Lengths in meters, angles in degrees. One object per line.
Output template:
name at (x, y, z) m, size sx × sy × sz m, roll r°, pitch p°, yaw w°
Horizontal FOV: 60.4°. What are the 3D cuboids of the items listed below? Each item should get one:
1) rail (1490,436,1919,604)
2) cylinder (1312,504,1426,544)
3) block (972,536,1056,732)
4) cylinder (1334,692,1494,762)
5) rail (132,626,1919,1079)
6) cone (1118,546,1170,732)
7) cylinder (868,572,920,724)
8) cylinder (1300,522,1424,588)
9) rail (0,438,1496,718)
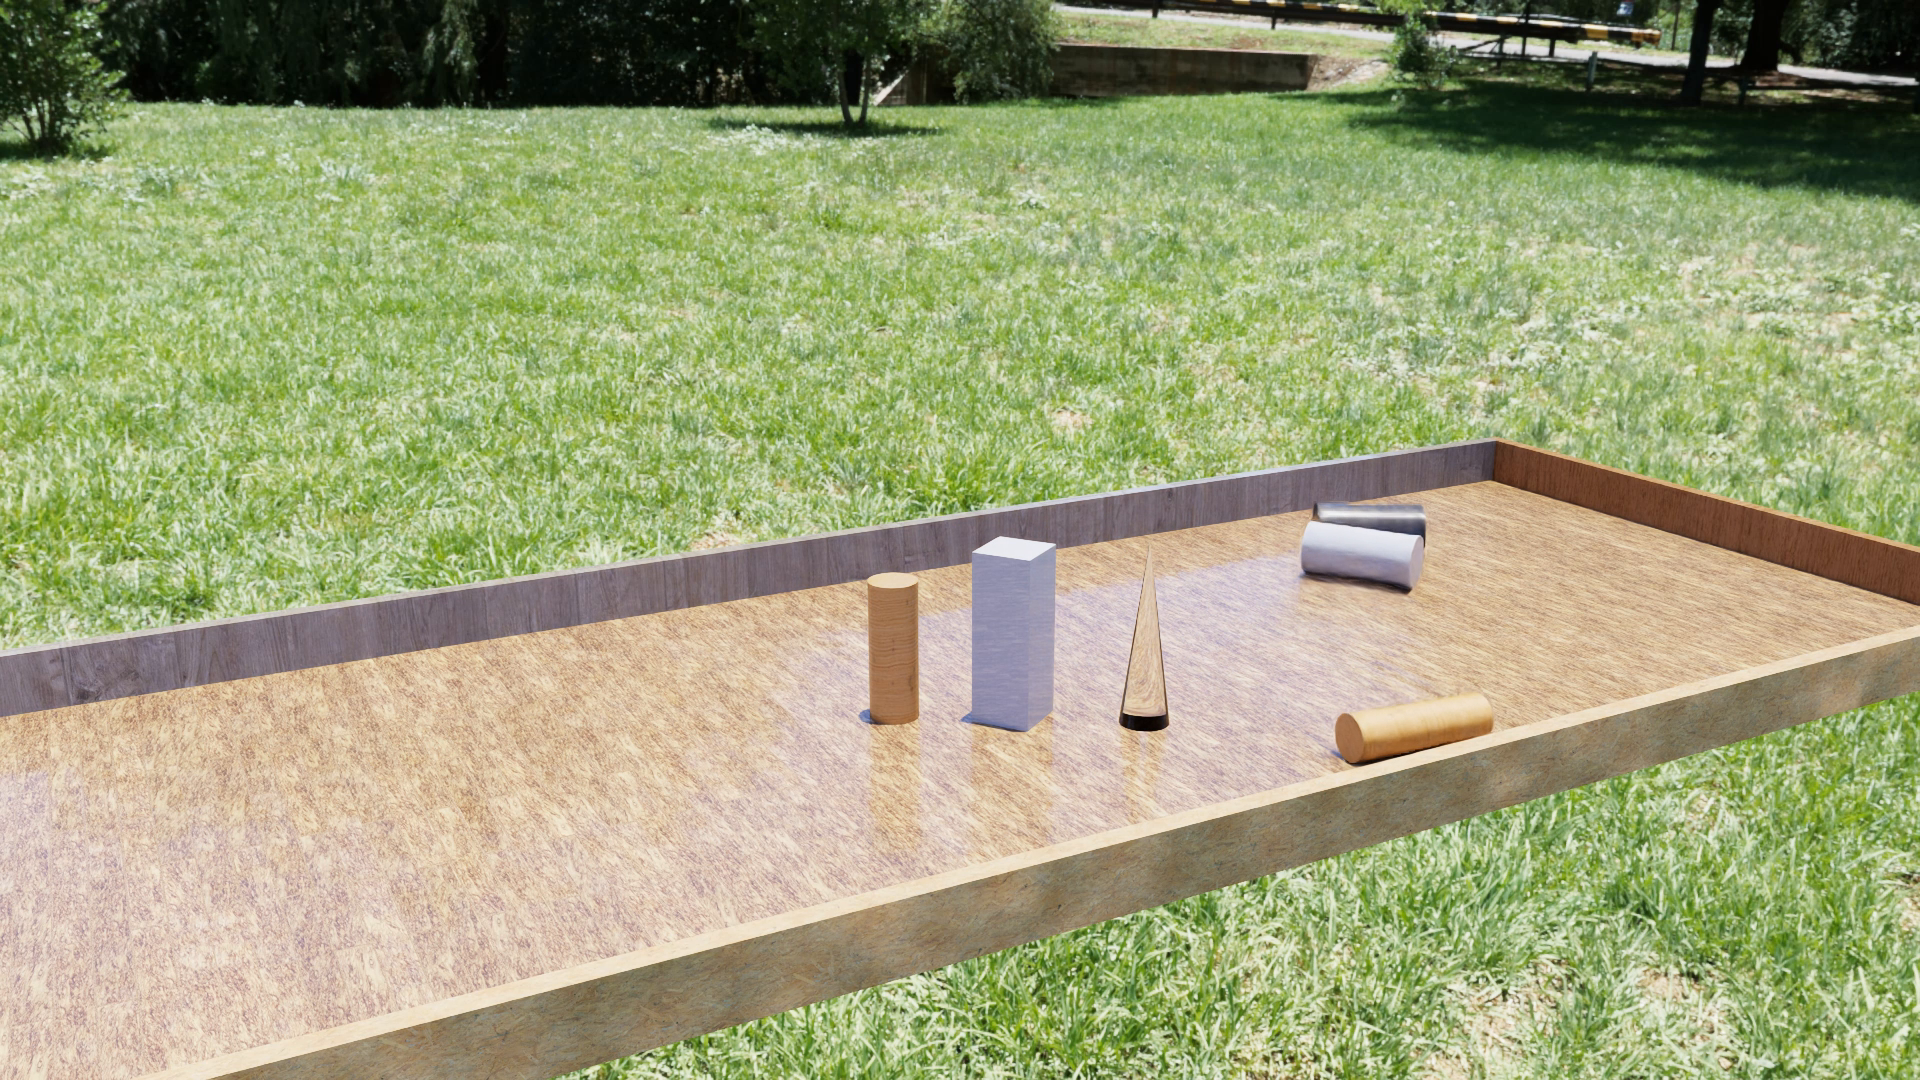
rail at (2.466, -0.048, 5.253) m, size 0.050 × 0.150 × 2.100 m, roll -9°, pitch 18°, yaw -27°
cylinder at (1.275, -0.028, 5.159) m, size 0.325 × 0.164 × 0.164 m, roll 1°, pitch 16°, yaw 5°
block at (0.126, 0.219, 3.872) m, size 0.146 × 0.416 × 0.146 m, roll 8°, pitch 18°, yaw 26°
cylinder at (1.026, 0.422, 3.724) m, size 0.349 × 0.111 × 0.111 m, roll -6°, pitch 18°, yaw -21°
rail at (-2.336, 1.006, 1.665) m, size 12.000 × 0.150 × 0.050 m, roll -9°, pitch 18°, yaw -27°
cone at (0.434, 0.215, 3.831) m, size 0.120 × 0.447 × 0.120 m, roll 0°, pitch 16°, yaw 0°
cylinder at (-0.156, 0.256, 3.885) m, size 0.119 × 0.338 × 0.119 m, roll 0°, pitch 16°, yaw 0°
cylinder at (1.202, 0.043, 4.932) m, size 0.328 × 0.156 × 0.156 m, roll 9°, pitch 19°, yaw 28°
rail at (-3.305, 0.497, 3.399) m, size 12.000 × 0.150 × 0.050 m, roll -9°, pitch 18°, yaw -27°
